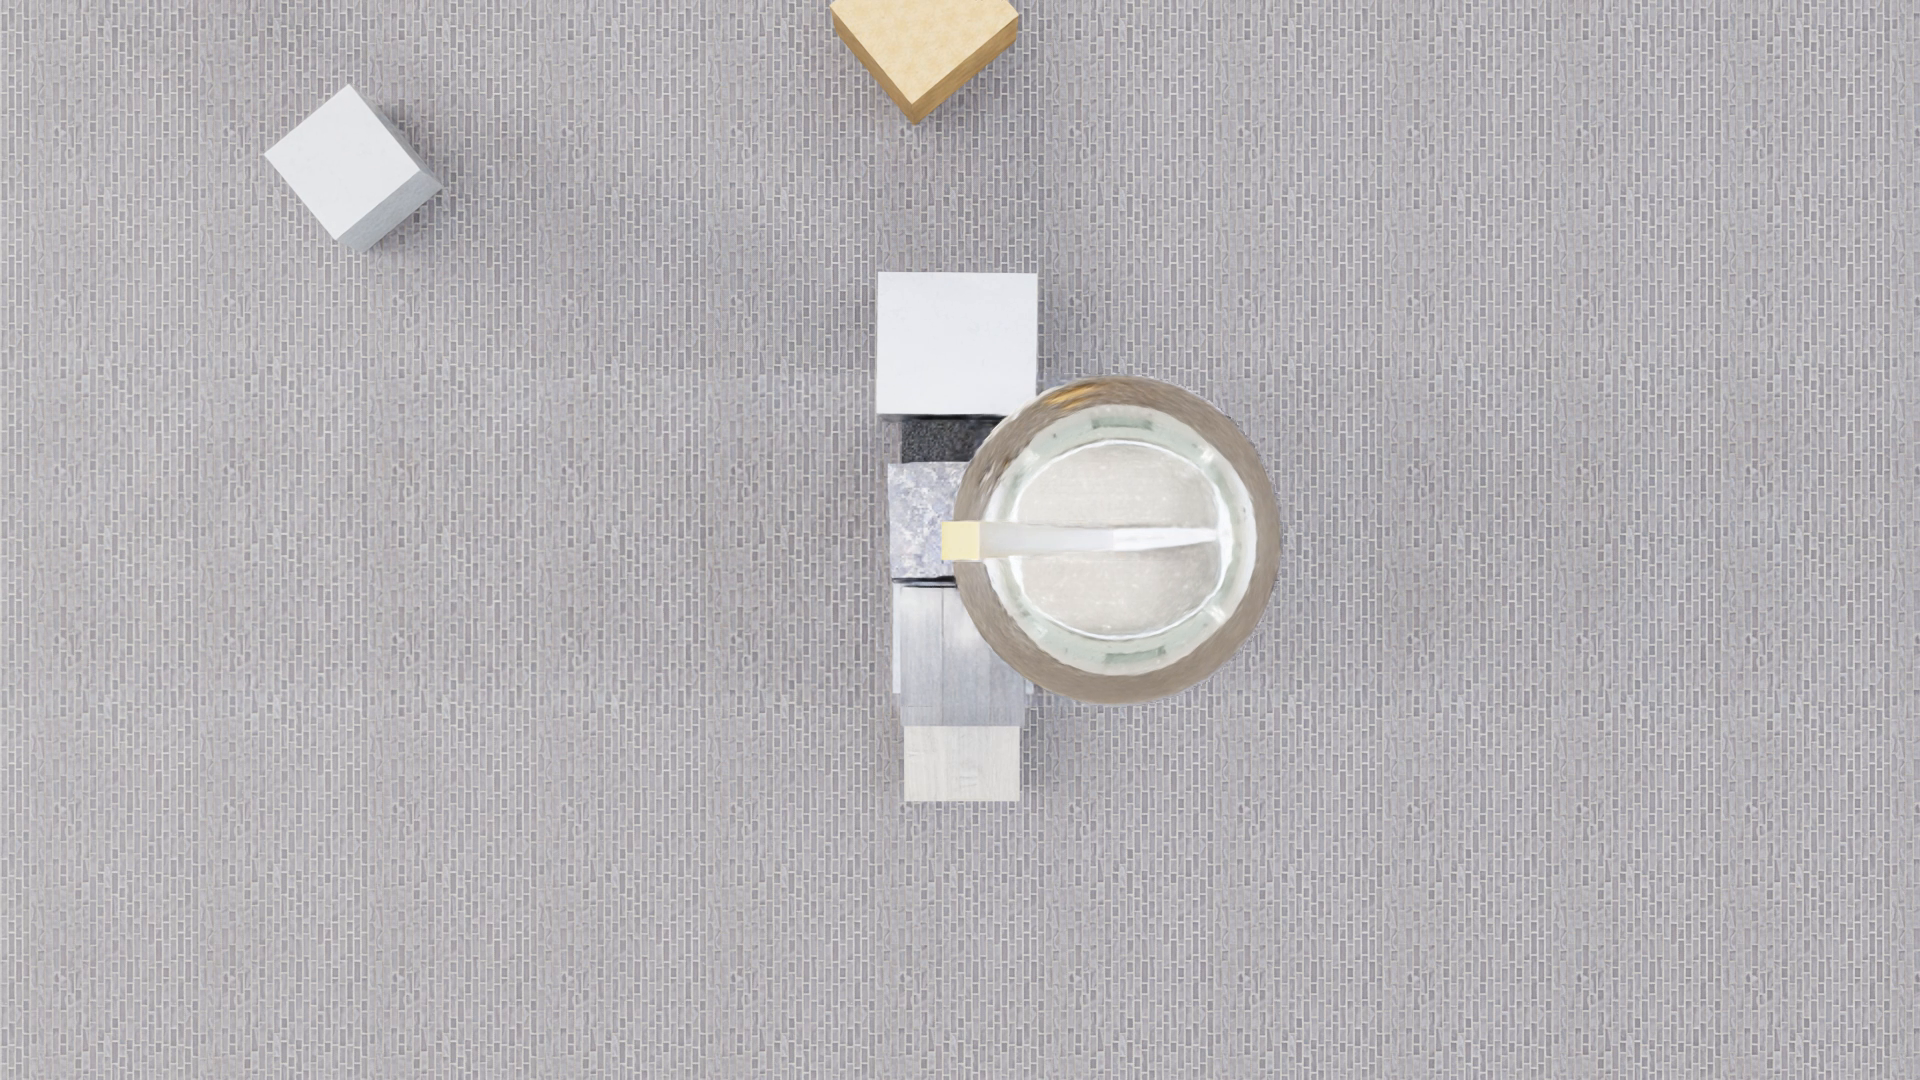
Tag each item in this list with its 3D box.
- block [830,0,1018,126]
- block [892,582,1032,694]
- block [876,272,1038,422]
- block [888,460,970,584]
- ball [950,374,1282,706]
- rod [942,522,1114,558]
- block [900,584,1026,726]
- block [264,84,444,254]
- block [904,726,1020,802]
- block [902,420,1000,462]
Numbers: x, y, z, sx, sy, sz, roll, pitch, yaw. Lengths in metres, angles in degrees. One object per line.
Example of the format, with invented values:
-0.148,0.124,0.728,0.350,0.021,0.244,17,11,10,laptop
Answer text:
-0.202,-2.975,12.671,0.783,0.658,0.721,-40,90,0,block
0.016,0.499,12.662,0.784,0.675,0.722,0,90,0,block
-0.017,-1.081,12.550,0.875,0.901,0.779,1,90,0,block
-0.080,-0.094,12.063,0.599,0.554,0.617,-2,86,0,block
0.750,0.000,10.634,1.600,1.600,1.600,0,90,0,ball
0.325,0.000,7.261,0.080,5.200,0.080,0,90,7,rod
0.014,0.615,11.929,0.655,0.792,0.726,0,90,0,block
-3.490,-2.135,12.708,0.623,0.584,0.630,-40,90,0,block
0.010,1.168,12.669,0.645,0.662,0.594,0,90,0,block
0.008,-0.274,12.681,0.674,0.639,0.805,0,90,0,block
